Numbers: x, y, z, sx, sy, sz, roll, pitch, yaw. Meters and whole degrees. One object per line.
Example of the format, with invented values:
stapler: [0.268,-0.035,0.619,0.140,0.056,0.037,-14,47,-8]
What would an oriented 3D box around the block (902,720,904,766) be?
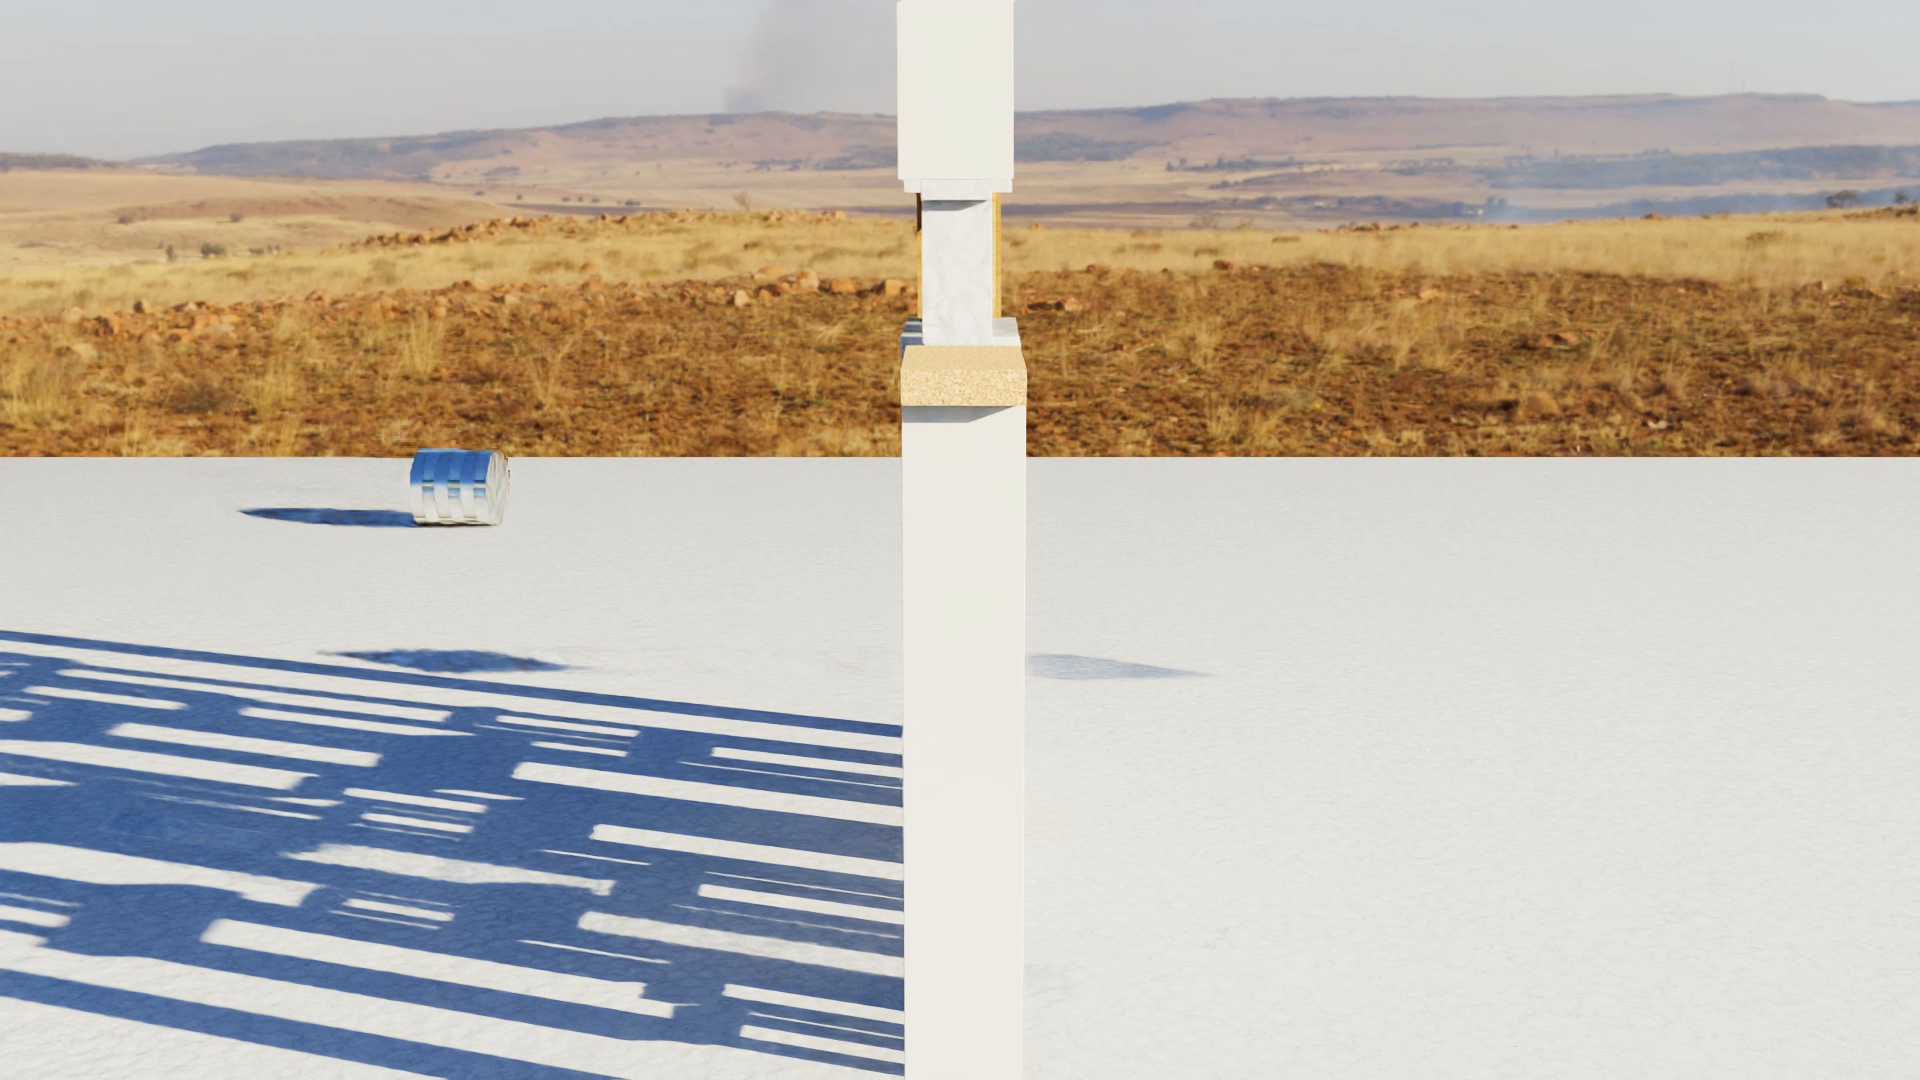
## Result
block: [-0.001,0.243,2.952,0.147,0.042,0.293,0,10,1]

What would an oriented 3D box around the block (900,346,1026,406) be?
block: [0.004,-0.200,2.647,0.144,0.041,0.287,0,11,0]

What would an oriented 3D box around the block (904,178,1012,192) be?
block: [-0.003,-0.628,2.967,0.146,0.313,0.041,0,10,0]

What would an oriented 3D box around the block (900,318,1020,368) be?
block: [0.001,-0.271,3.027,0.156,0.044,0.311,0,10,1]

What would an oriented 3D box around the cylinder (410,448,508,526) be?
cylinder: [-1.610,-0.169,7.077,0.248,0.248,0.248,1,11,4]

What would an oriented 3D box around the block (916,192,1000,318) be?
block: [-0.001,-0.440,3.159,0.120,0.239,0.034,0,11,1]

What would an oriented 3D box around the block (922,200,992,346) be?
block: [-0.003,-0.182,2.841,0.090,0.510,0.025,0,10,1]

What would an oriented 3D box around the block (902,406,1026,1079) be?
block: [0.004,0.301,2.642,0.144,0.943,0.041,0,10,0]

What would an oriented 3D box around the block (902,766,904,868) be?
block: [-0.001,0.434,2.888,0.147,0.311,0.042,0,11,0]

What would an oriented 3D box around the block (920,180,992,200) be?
block: [-0.003,-0.456,2.852,0.090,0.025,0.179,0,10,1]

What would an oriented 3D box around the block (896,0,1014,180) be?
block: [-0.006,-0.603,2.773,0.146,0.292,0.041,0,10,1]
